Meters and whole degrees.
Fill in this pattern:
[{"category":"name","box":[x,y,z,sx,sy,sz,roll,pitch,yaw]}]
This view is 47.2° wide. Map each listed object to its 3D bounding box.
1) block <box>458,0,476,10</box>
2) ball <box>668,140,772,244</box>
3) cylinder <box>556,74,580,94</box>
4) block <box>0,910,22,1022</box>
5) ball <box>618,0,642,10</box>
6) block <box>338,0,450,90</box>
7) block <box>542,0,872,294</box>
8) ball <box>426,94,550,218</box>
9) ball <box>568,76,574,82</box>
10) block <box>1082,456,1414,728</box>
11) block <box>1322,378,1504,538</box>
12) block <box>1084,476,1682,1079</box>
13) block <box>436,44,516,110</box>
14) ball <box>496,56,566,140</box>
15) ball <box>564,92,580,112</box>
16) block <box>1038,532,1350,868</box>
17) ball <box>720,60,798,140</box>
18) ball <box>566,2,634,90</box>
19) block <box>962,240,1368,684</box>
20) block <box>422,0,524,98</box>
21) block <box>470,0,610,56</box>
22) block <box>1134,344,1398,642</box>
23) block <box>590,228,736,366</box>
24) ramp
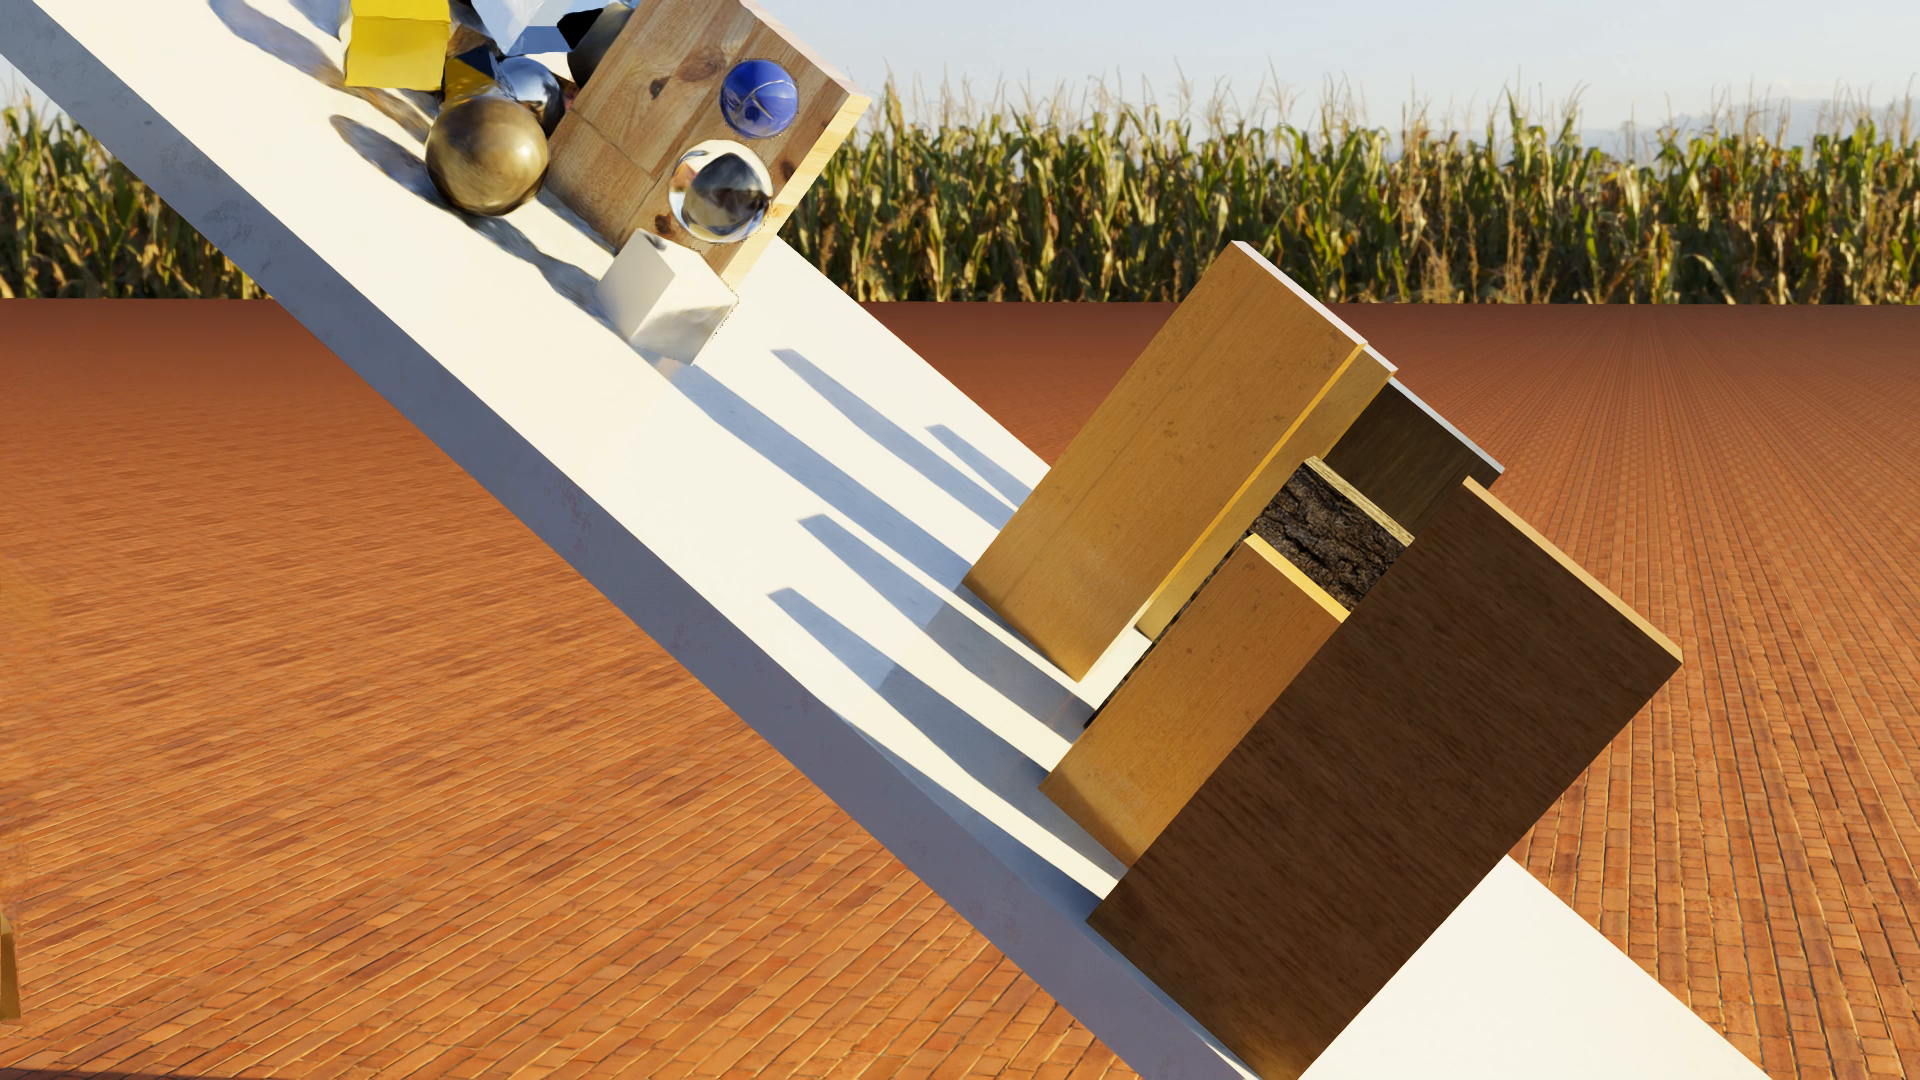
[{"category":"block","box":[-1.064,-1.095,4.398,0.180,0.180,0.180,42,6,-35]},{"category":"ball","box":[-0.414,-0.602,3.800,0.178,0.178,0.178,0,7,0]},{"category":"cylinder","box":[-0.838,-0.913,4.604,0.108,0.108,0.108,6,-8,39]},{"category":"block","box":[-2.192,0.939,4.818,0.201,0.201,0.201,-8,15,-32]},{"category":"ball","box":[-0.603,-1.122,4.279,0.189,0.189,0.189,0,7,0]},{"category":"block","box":[-1.005,-0.920,3.901,0.165,0.165,0.165,-1,-35,-22]},{"category":"block","box":[-0.501,-0.773,4.204,0.440,0.517,0.124,41,16,9]},{"category":"ball","box":[-0.813,-0.661,3.782,0.209,0.209,0.209,0,7,0]},{"category":"ball","box":[-0.772,-0.970,4.789,0.172,0.172,0.172,0,7,0]},{"category":"block","box":[0.536,0.205,3.641,0.370,0.581,0.129,41,16,9]},{"category":"block","box":[0.798,0.004,4.622,0.321,0.659,0.134,41,16,9]},{"category":"block","box":[0.556,0.334,2.949,0.353,0.792,0.111,41,16,9]},{"category":"block","box":[-0.885,-0.812,4.023,0.112,0.112,0.112,-23,51,2]},{"category":"ball","box":[-0.852,-0.840,4.238,0.183,0.183,0.183,0,7,0]},{"category":"ball","box":[-0.786,-0.852,4.511,0.130,0.130,0.130,0,7,0]},{"category":"block","box":[0.434,0.316,3.272,0.416,0.496,0.098,41,16,9]},{"category":"ball","box":[-0.364,-0.796,3.972,0.141,0.141,0.141,0,7,0]},{"category":"ball","box":[-0.706,-1.000,4.536,0.209,0.209,0.209,0,7,0]},{"category":"block","box":[0.351,-0.133,3.842,0.276,0.764,0.139,41,16,9]},{"category":"block","box":[-0.981,-0.949,4.302,0.154,0.154,0.154,21,22,-46]},{"category":"block","box":[-0.811,-1.062,4.229,0.176,0.176,0.176,-21,-16,-50]},{"category":"block","box":[0.530,-0.143,4.356,0.259,0.709,0.128,41,16,9]},{"category":"block","box":[-0.523,-0.427,3.874,0.151,0.151,0.151,18,25,-50]},{"category":"ramp","box":[-0.020,0.071,4.049,4.000,0.100,2.000,41,16,9]}]
